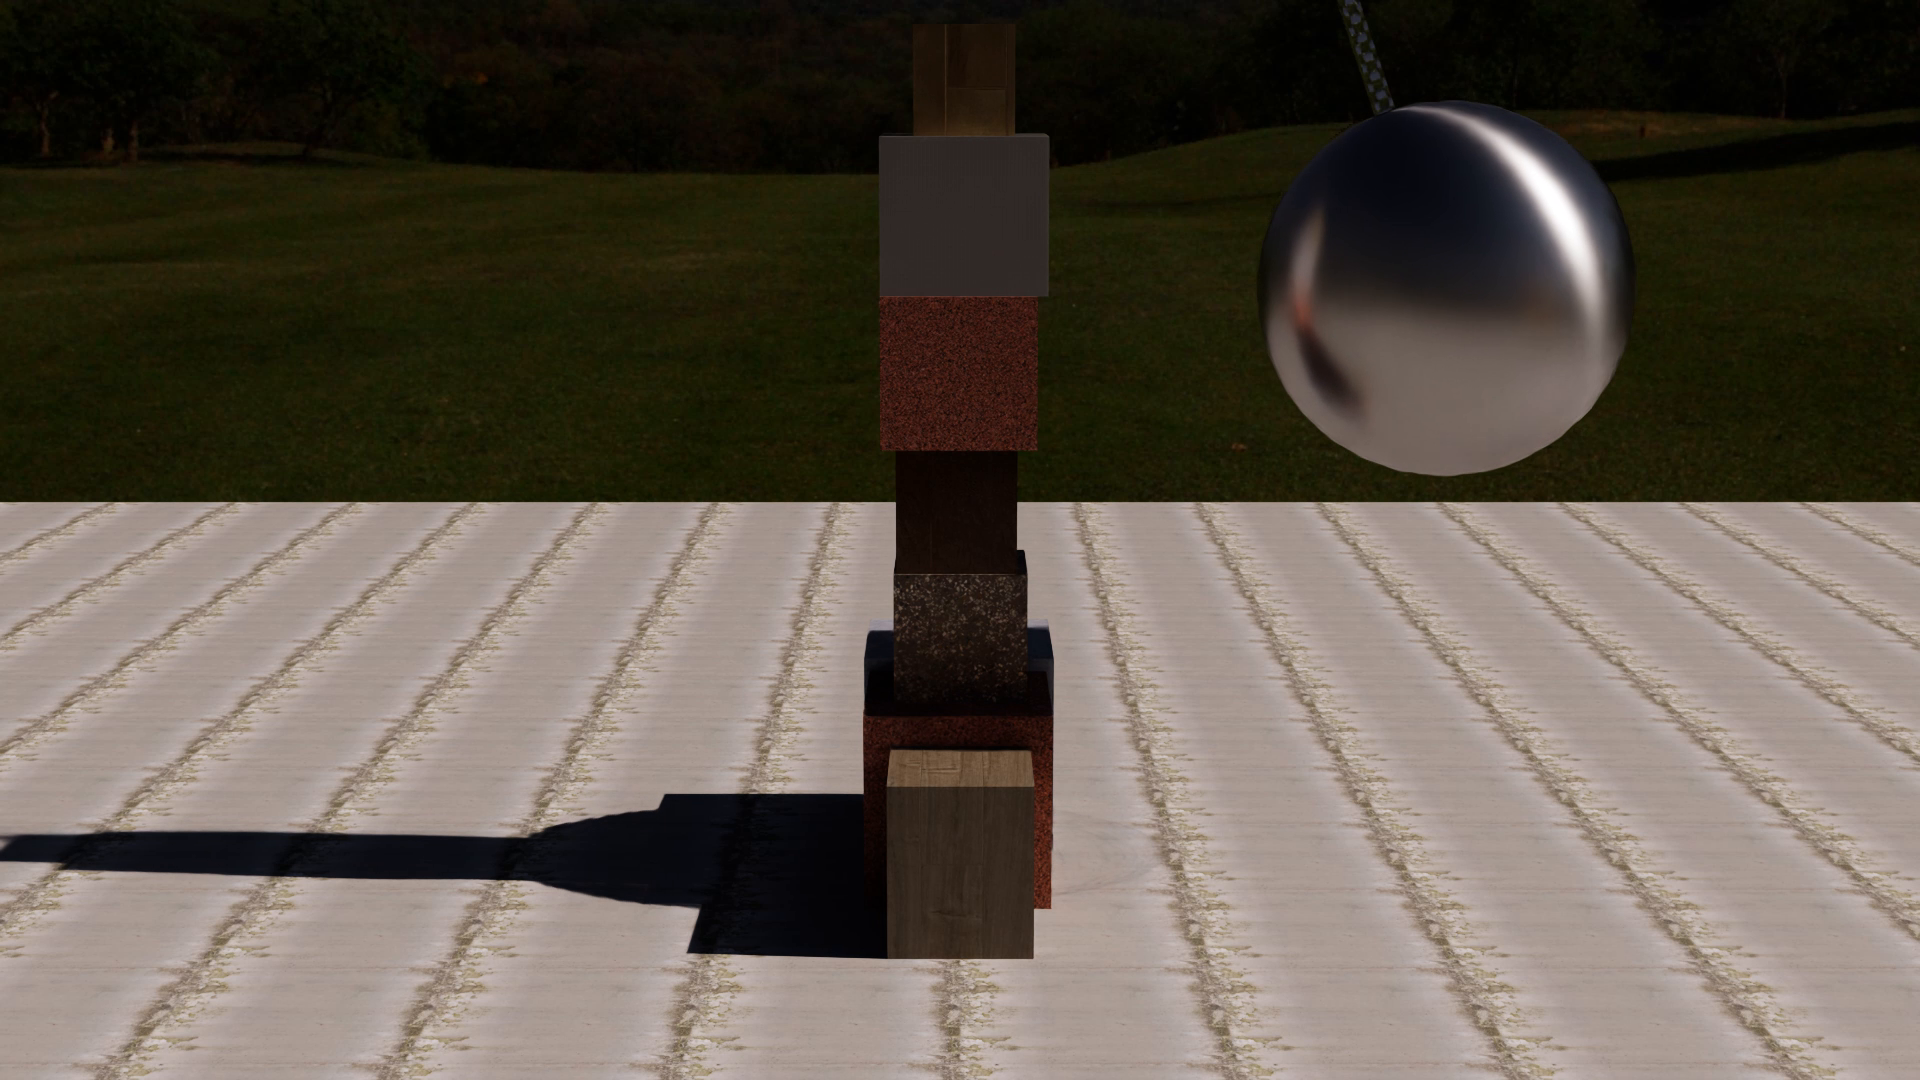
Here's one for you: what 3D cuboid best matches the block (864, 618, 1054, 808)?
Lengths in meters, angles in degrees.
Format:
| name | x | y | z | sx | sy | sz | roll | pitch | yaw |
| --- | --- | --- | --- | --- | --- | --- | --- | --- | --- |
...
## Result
| name | x | y | z | sx | sy | sz | roll | pitch | yaw |
| --- | --- | --- | --- | --- | --- | --- | --- | --- | --- |
| block | -0.005 | 0.902 | 12.087 | 0.858 | 0.901 | 0.863 | 0 | 10 | 0 |

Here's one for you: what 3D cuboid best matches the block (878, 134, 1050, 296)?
| name | x | y | z | sx | sy | sz | roll | pitch | yaw |
| --- | --- | --- | --- | --- | --- | --- | --- | --- | --- |
| block | 0.017 | -1.392 | 10.927 | 0.703 | 0.659 | 0.600 | 0 | 10 | 0 |

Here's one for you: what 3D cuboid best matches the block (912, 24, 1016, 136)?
| name | x | y | z | sx | sy | sz | roll | pitch | yaw |
| --- | --- | --- | --- | --- | --- | --- | --- | --- | --- |
| block | 0.017 | -1.941 | 10.827 | 0.422 | 0.456 | 0.424 | 0 | 10 | 0 |

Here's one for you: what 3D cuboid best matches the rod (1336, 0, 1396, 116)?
| name | x | y | z | sx | sy | sz | roll | pitch | yaw |
| --- | --- | --- | --- | --- | --- | --- | --- | --- | --- |
| rod | 0.899 | -4.212 | 10.415 | 0.080 | 5.200 | 0.080 | -20 | 10 | 4 |

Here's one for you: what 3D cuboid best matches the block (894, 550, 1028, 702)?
| name | x | y | z | sx | sy | sz | roll | pitch | yaw |
| --- | --- | --- | --- | --- | --- | --- | --- | --- | --- |
| block | 0.002 | 0.370 | 11.248 | 0.572 | 0.559 | 0.580 | 0 | 10 | 0 |

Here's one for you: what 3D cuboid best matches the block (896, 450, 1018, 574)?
| name | x | y | z | sx | sy | sz | roll | pitch | yaw |
| --- | --- | --- | --- | --- | --- | --- | --- | --- | --- |
| block | -0.015 | -0.168 | 11.150 | 0.514 | 0.535 | 0.566 | 0 | 10 | 0 |

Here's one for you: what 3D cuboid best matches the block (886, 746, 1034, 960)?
| name | x | y | z | sx | sy | sz | roll | pitch | yaw |
| --- | --- | --- | --- | --- | --- | --- | --- | --- | --- |
| block | 0.002 | 1.276 | 10.546 | 0.588 | 0.717 | 0.619 | 0 | 10 | 0 |

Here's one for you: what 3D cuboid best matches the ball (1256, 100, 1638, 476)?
| name | x | y | z | sx | sy | sz | roll | pitch | yaw |
| --- | --- | --- | --- | --- | --- | --- | --- | --- | --- |
| ball | 2.074 | -1.073 | 10.985 | 1.600 | 1.600 | 1.600 | 0 | 10 | 0 |

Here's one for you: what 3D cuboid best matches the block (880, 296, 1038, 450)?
| name | x | y | z | sx | sy | sz | roll | pitch | yaw |
| --- | --- | --- | --- | --- | --- | --- | --- | --- | --- |
| block | -0.005 | -0.750 | 11.044 | 0.661 | 0.647 | 0.624 | 0 | 10 | 0 |

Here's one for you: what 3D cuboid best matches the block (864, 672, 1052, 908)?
| name | x | y | z | sx | sy | sz | roll | pitch | yaw |
| --- | --- | --- | --- | --- | --- | --- | --- | --- | --- |
| block | -0.009 | 1.082 | 11.253 | 0.796 | 0.845 | 0.822 | 0 | 10 | 0 |
